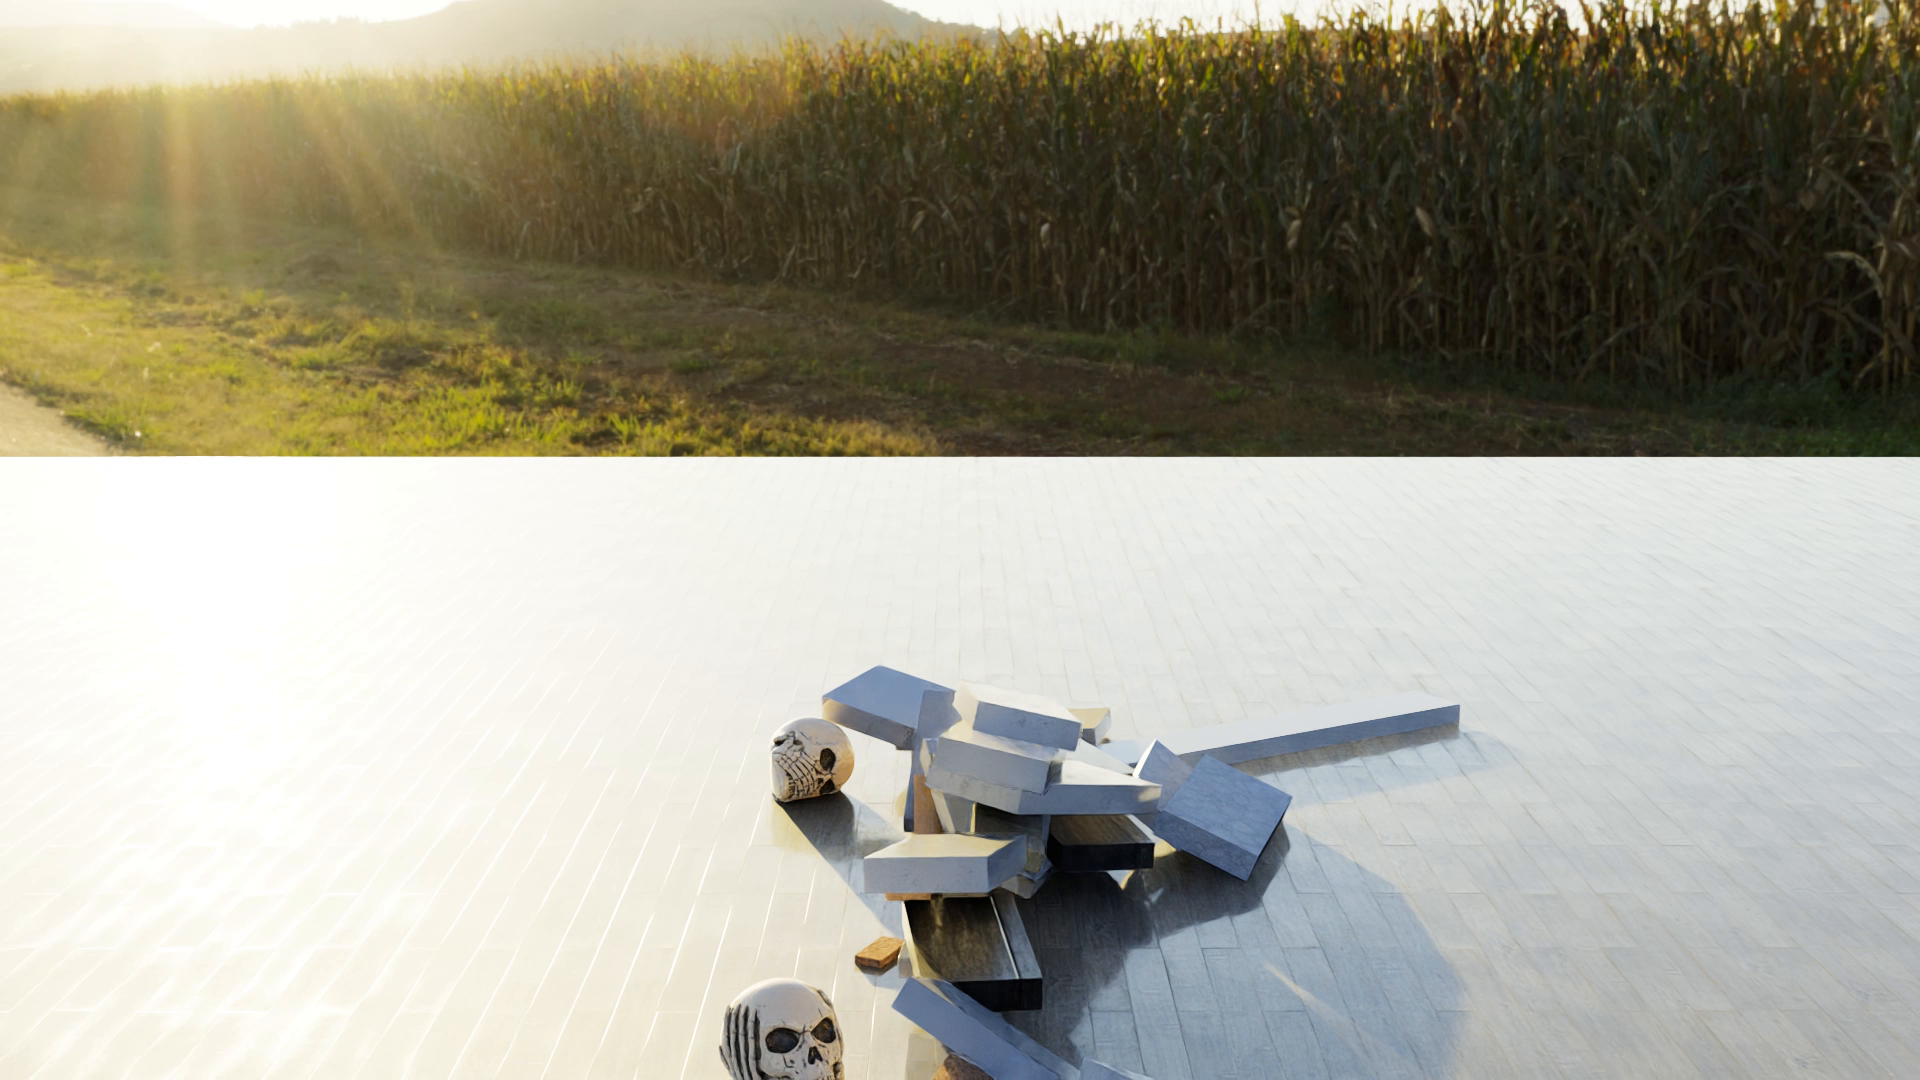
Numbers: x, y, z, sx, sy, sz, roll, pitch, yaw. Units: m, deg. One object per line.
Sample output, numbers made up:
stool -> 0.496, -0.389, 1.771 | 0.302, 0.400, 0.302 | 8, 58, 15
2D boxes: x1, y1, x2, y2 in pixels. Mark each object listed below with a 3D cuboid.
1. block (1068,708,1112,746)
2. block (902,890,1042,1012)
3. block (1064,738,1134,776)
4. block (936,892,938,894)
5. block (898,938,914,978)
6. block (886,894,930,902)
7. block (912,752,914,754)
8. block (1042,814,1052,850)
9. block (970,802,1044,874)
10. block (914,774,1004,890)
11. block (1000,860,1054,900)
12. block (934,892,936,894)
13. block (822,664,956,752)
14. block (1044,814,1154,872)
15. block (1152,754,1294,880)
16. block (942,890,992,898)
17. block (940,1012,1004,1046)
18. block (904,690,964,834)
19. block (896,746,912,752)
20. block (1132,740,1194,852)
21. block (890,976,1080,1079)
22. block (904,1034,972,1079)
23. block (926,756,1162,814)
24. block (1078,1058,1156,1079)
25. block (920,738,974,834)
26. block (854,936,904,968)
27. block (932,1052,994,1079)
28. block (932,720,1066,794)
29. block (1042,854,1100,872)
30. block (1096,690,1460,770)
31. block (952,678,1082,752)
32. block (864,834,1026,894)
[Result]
block -> 0.228, 0.388, 4.536 | 0.137, 0.039, 0.274 | -3, 4, 11
block -> 0.013, 0.566, 3.040 | 0.159, 0.045, 0.318 | -1, 12, -6
block -> 0.193, 0.426, 4.187 | 0.161, 0.046, 0.338 | -1, 10, -23
block -> 0.000, 0.555, 3.378 | 0.064, 0.018, 0.245 | 1, -15, 3
block -> -0.020, 0.576, 3.174 | 0.109, 0.031, 0.218 | 1, 12, 6
block -> -0.076, 0.503, 3.169 | 0.064, 0.018, 0.128 | -2, -3, -2
block -> -0.020, 0.442, 4.149 | 0.145, 0.041, 0.290 | 0, 22, -1
block -> 0.093, 0.465, 3.658 | 0.111, 0.031, 0.222 | 14, 12, 2
block -> 0.075, 0.463, 3.498 | 0.111, 0.031, 0.222 | 13, 13, -1
block -> -0.004, 0.503, 3.818 | 0.152, 0.043, 0.303 | 0, 25, -1
block -> 0.080, 0.528, 3.548 | 0.111, 0.031, 0.222 | 24, 2, 9
block -> -0.021, 0.563, 3.551 | 0.058, 0.016, 0.115 | 3, 3, 5
block -> -0.075, 0.342, 4.273 | 0.356, 0.050, 0.178 | 16, 27, 34
block -> 0.205, 0.495, 3.793 | 0.161, 0.046, 0.322 | 0, 11, -15
block -> 0.471, 0.488, 3.906 | 0.178, 0.050, 0.356 | 25, 17, 12
block -> 0.013, 0.501, 3.188 | 0.064, 0.018, 0.128 | -2, -3, 7
block -> 0.010, 0.626, 2.932 | 0.085, 0.024, 0.170 | 1, 12, -5
block -> -0.010, 0.410, 4.045 | 0.152, 0.043, 0.303 | 4, 46, 4
block -> -0.016, 0.382, 4.453 | 0.145, 0.041, 0.290 | 2, 7, 17
block -> 0.377, 0.462, 4.006 | 0.137, 0.039, 0.274 | 39, 19, 3
block -> 0.077, 0.650, 2.728 | 0.318, 0.045, 0.159 | 30, -3, 22
block -> -0.006, 0.775, 2.562 | 0.143, 0.041, 0.898 | 0, 11, 1
block -> 0.148, 0.411, 3.684 | 0.178, 0.050, 0.470 | 13, 1, 33
block -> 0.284, 0.694, 2.651 | 0.286, 0.041, 0.143 | 27, -10, -41
block -> 0.033, 0.445, 3.826 | 0.152, 0.043, 0.303 | 5, 25, -14
block -> -0.120, 0.635, 3.391 | 0.046, 0.013, 0.092 | 6, 12, 25
block -> 0.082, 0.725, 2.505 | 0.159, 0.045, 0.372 | 33, 6, -20
block -> 0.075, 0.345, 3.616 | 0.174, 0.049, 0.509 | 13, 1, 6
block -> 0.147, 0.519, 3.926 | 0.161, 0.046, 0.322 | -1, 11, -5
block -> 0.618, 0.408, 4.542 | 0.989, 0.039, 0.137 | -6, 12, -31
block -> 0.093, 0.296, 3.746 | 0.174, 0.049, 0.348 | 13, 1, -6
block -> -0.016, 0.469, 3.200 | 0.174, 0.049, 0.348 | -2, -3, 10
